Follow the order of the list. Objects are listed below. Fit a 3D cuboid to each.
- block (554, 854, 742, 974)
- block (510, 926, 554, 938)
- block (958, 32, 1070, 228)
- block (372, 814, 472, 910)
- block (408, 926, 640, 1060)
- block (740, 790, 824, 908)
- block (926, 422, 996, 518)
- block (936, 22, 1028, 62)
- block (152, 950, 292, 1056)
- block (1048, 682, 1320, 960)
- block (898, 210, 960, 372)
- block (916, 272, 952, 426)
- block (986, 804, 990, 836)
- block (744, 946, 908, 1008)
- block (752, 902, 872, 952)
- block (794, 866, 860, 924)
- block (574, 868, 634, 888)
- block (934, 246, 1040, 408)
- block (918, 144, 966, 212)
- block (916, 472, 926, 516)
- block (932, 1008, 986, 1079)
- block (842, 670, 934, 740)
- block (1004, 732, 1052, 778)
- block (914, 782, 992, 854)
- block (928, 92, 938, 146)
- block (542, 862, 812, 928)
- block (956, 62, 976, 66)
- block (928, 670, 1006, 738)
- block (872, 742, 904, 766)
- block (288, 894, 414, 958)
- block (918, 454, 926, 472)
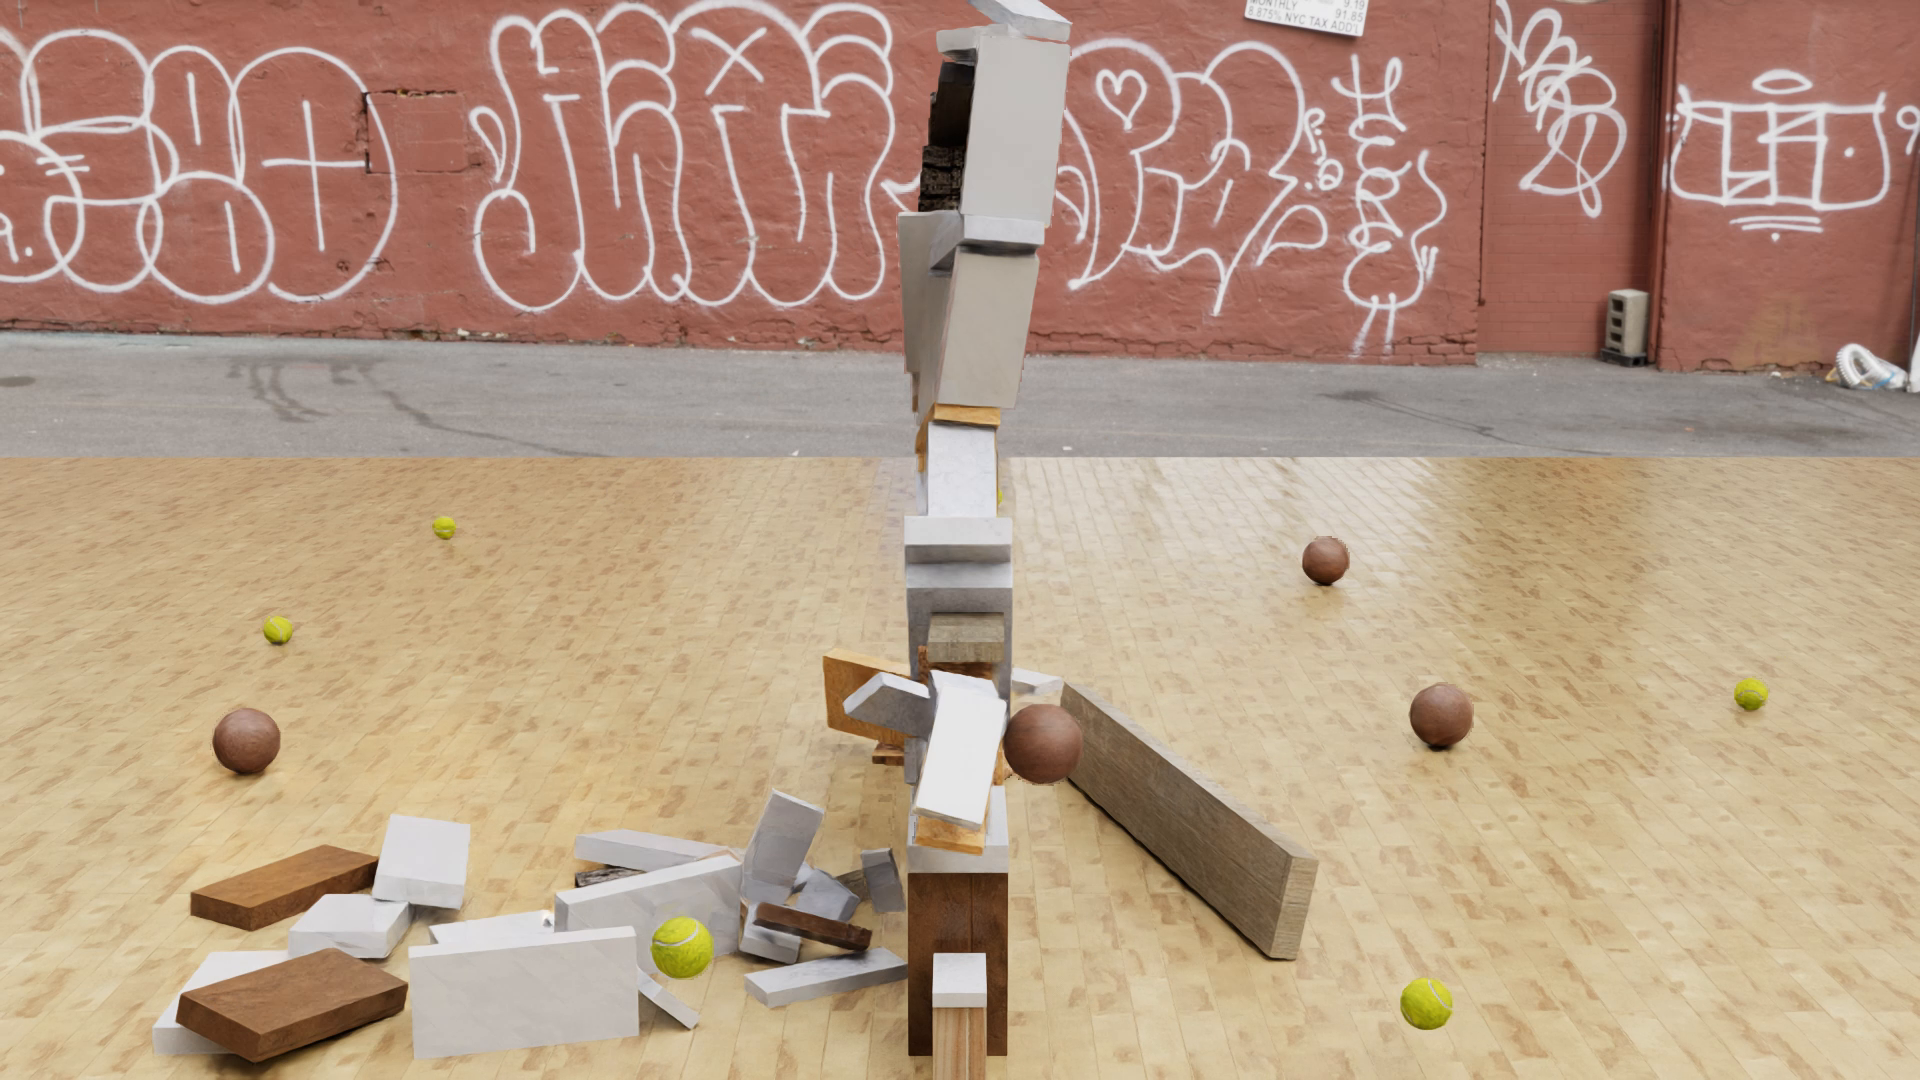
[{"bbox_3d":[-0.469,0.578,3.317,0.295,0.148,0.042,-8,20,-36],"label":"block"},{"bbox_3d":[-0.546,0.616,3.378,0.363,0.027,0.094,-8,31,-38],"label":"block"},{"bbox_3d":[0.083,-0.631,3.395,0.140,0.279,0.040,6,0,-6],"label":"block"},{"bbox_3d":[-0.899,0.535,3.690,0.139,0.040,0.424,10,4,-12],"label":"block"},{"bbox_3d":[-0.605,0.628,3.058,0.308,0.148,0.042,-3,11,-15],"label":"block"},{"bbox_3d":[-0.289,0.490,3.475,0.087,0.175,0.025,23,7,-9],"label":"block"},{"bbox_3d":[0.001,-0.093,3.438,0.106,0.030,0.212,5,49,-6],"label":"block"},{"bbox_3d":[0.043,-0.813,3.621,0.115,0.033,0.296,-5,7,10],"label":"block"},{"bbox_3d":[-1.045,0.663,3.167,0.142,0.040,0.284,-1,11,-3],"label":"block"},{"bbox_3d":[0.363,0.464,3.888,0.046,0.161,1.120,10,7,-17],"label":"block"},{"bbox_3d":[-0.029,-0.412,3.647,0.131,0.263,0.037,-2,18,2],"label":"block"},{"bbox_3d":[0.001,-0.308,3.610,0.126,0.251,0.036,4,18,-2],"label":"block"},{"bbox_3d":[0.005,0.329,2.979,0.071,0.142,0.020,0,11,0],"label":"block"},{"bbox_3d":[-0.198,0.651,3.278,0.233,0.023,0.082,-6,12,-29],"label":"block"},{"bbox_3d":[-0.225,0.588,3.339,0.175,0.025,0.087,16,-19,-6],"label":"block"},{"bbox_3d":[-0.213,0.581,3.515,0.021,0.074,0.149,29,-4,-27],"label":"block"},{"bbox_3d":[-0.576,0.586,3.619,0.094,0.027,0.188,-3,11,-16],"label":"block"},{"bbox_3d":[0.041,-0.331,3.440,0.126,0.251,0.036,3,28,-13],"label":"block"},{"bbox_3d":[-0.005,-0.538,3.773,0.131,0.263,0.037,7,13,10],"label":"block"},{"bbox_3d":[-0.015,-0.029,3.584,0.106,0.030,0.212,-4,45,-1],"label":"block"},{"bbox_3d":[-0.001,0.667,2.872,0.070,0.139,0.020,0,11,0],"label":"block"},{"bbox_3d":[-0.078,0.237,3.130,0.164,0.023,0.082,21,-51,-42],"label":"block"},{"bbox_3d":[0.120,0.426,4.476,0.072,0.021,0.402,6,12,21],"label":"block"},{"bbox_3d":[-0.004,0.320,2.872,0.087,0.174,0.025,10,-33,-3],"label":"block"},{"bbox_3d":[0.022,-0.640,3.927,0.161,0.322,0.046,1,38,-3],"label":"block"},{"bbox_3d":[-0.443,0.584,3.557,0.484,0.021,0.074,-9,41,-40],"label":"block"},{"bbox_3d":[0.034,-0.796,3.792,0.115,0.033,0.230,-3,6,-6],"label":"block"},{"bbox_3d":[0.008,0.218,2.941,0.087,0.025,0.174,11,12,-8],"label":"block"},{"bbox_3d":[-0.099,0.431,4.433,0.145,0.021,0.072,2,22,12],"label":"block"},{"bbox_3d":[-0.936,0.595,3.397,0.142,0.040,0.284,1,1,-6],"label":"block"},{"bbox_3d":[-0.005,-0.039,3.665,0.129,0.037,0.258,1,54,-1],"label":"block"}]
